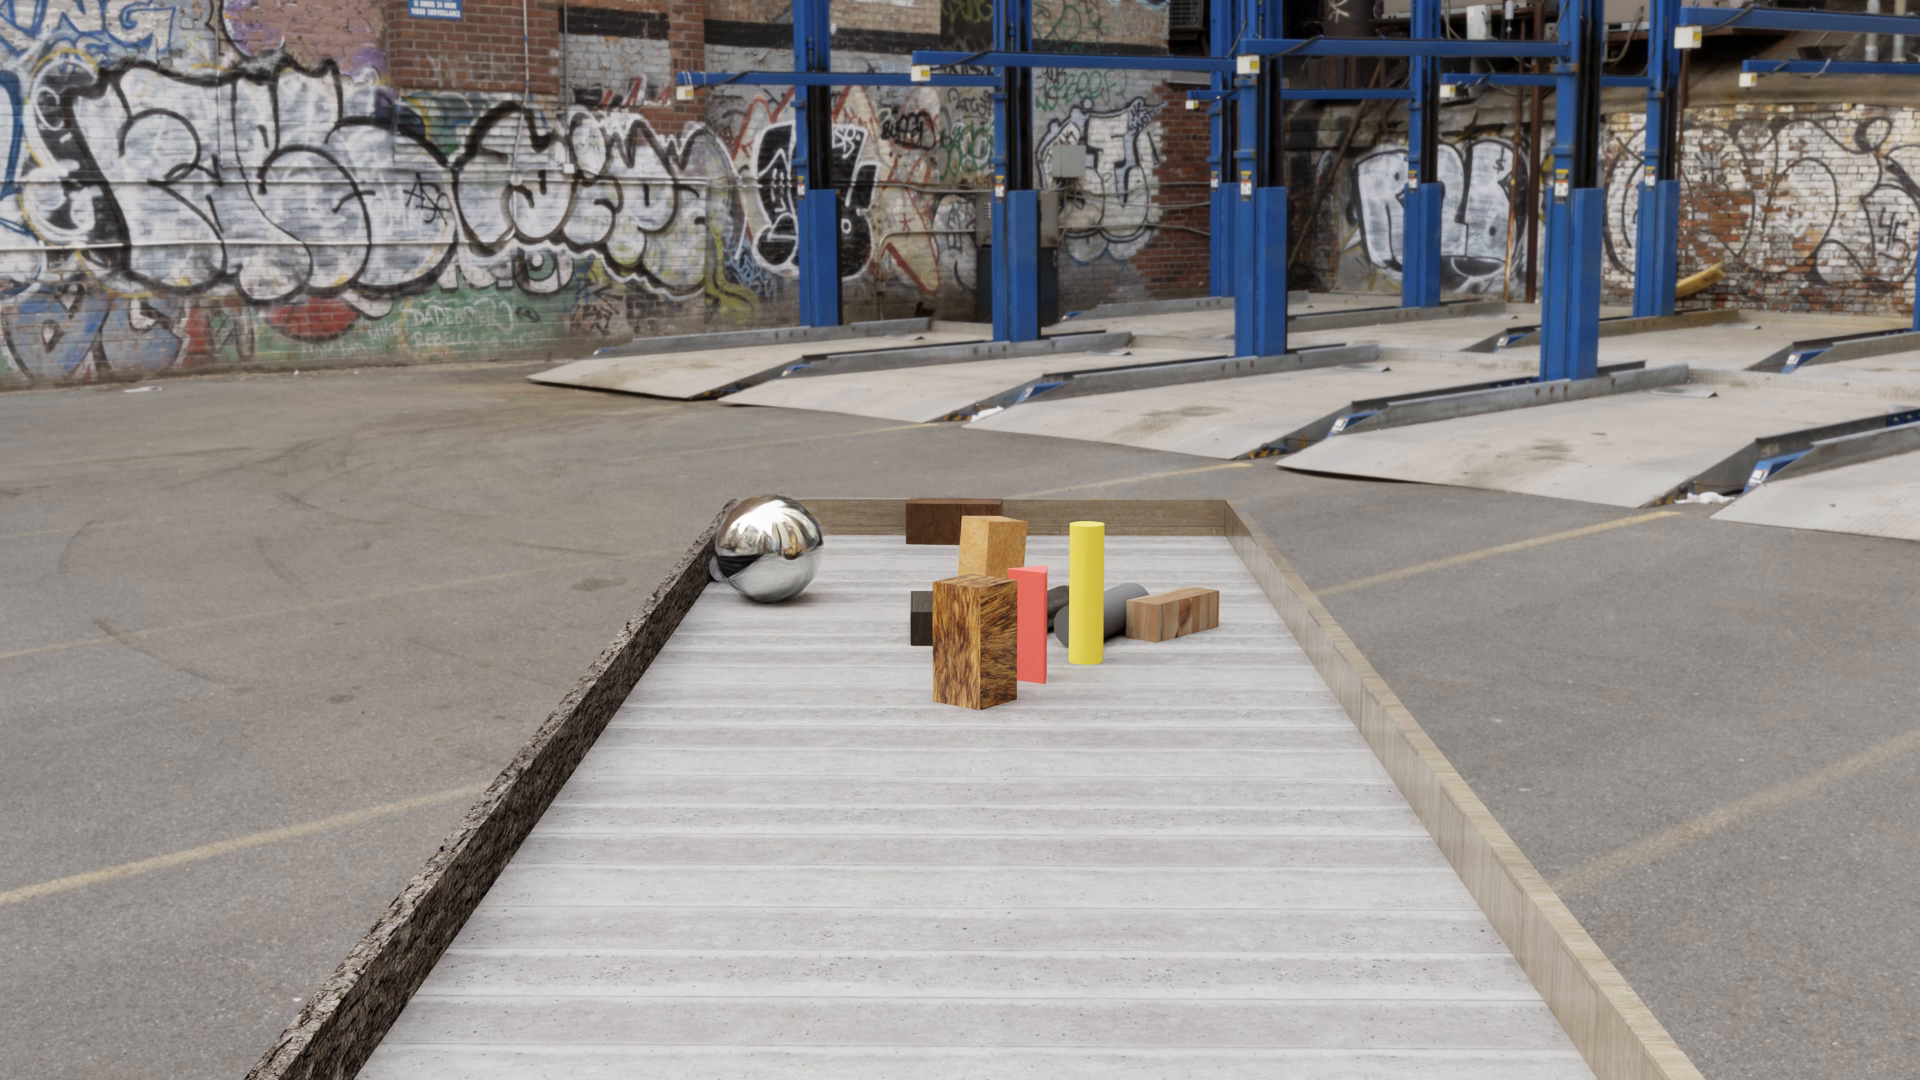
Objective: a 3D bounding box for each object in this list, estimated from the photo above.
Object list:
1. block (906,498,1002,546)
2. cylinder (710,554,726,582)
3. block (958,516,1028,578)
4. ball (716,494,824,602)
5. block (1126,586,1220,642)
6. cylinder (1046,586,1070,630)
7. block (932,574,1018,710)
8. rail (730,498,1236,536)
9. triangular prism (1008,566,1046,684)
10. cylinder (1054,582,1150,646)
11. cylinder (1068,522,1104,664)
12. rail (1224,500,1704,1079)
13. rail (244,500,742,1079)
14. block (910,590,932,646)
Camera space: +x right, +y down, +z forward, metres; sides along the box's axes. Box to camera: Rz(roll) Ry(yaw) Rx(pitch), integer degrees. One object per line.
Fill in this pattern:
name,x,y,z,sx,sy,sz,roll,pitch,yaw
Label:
block,-0.022,-0.076,8.951,0.382,0.168,0.168,1,9,5
cylinder,-0.860,0.074,8.198,0.109,0.109,0.346,0,9,1
block,0.099,0.108,7.147,0.153,0.357,0.153,0,7,-35
ball,-0.662,0.027,7.637,0.375,0.375,0.375,0,9,0
block,0.689,0.239,7.116,0.122,0.122,0.342,8,12,41
cylinder,0.274,0.232,7.160,0.120,0.120,0.331,5,10,27
block,0.042,0.282,6.142,0.168,0.341,0.168,7,11,38
rail,0.099,-0.098,9.147,2.100,0.150,0.050,0,9,1
triangular prism,0.222,0.243,6.432,0.129,0.327,0.112,6,11,33
cylinder,0.461,0.240,7.047,0.141,0.141,0.446,5,10,28
cylinder,0.383,0.160,6.655,0.105,0.421,0.105,0,9,0
rail,1.046,0.843,3.208,0.050,0.150,12.000,0,9,1
rail,-1.004,0.839,3.234,0.050,0.150,12.000,0,9,1
block,-0.105,0.250,7.085,0.108,0.108,0.373,0,9,-1
